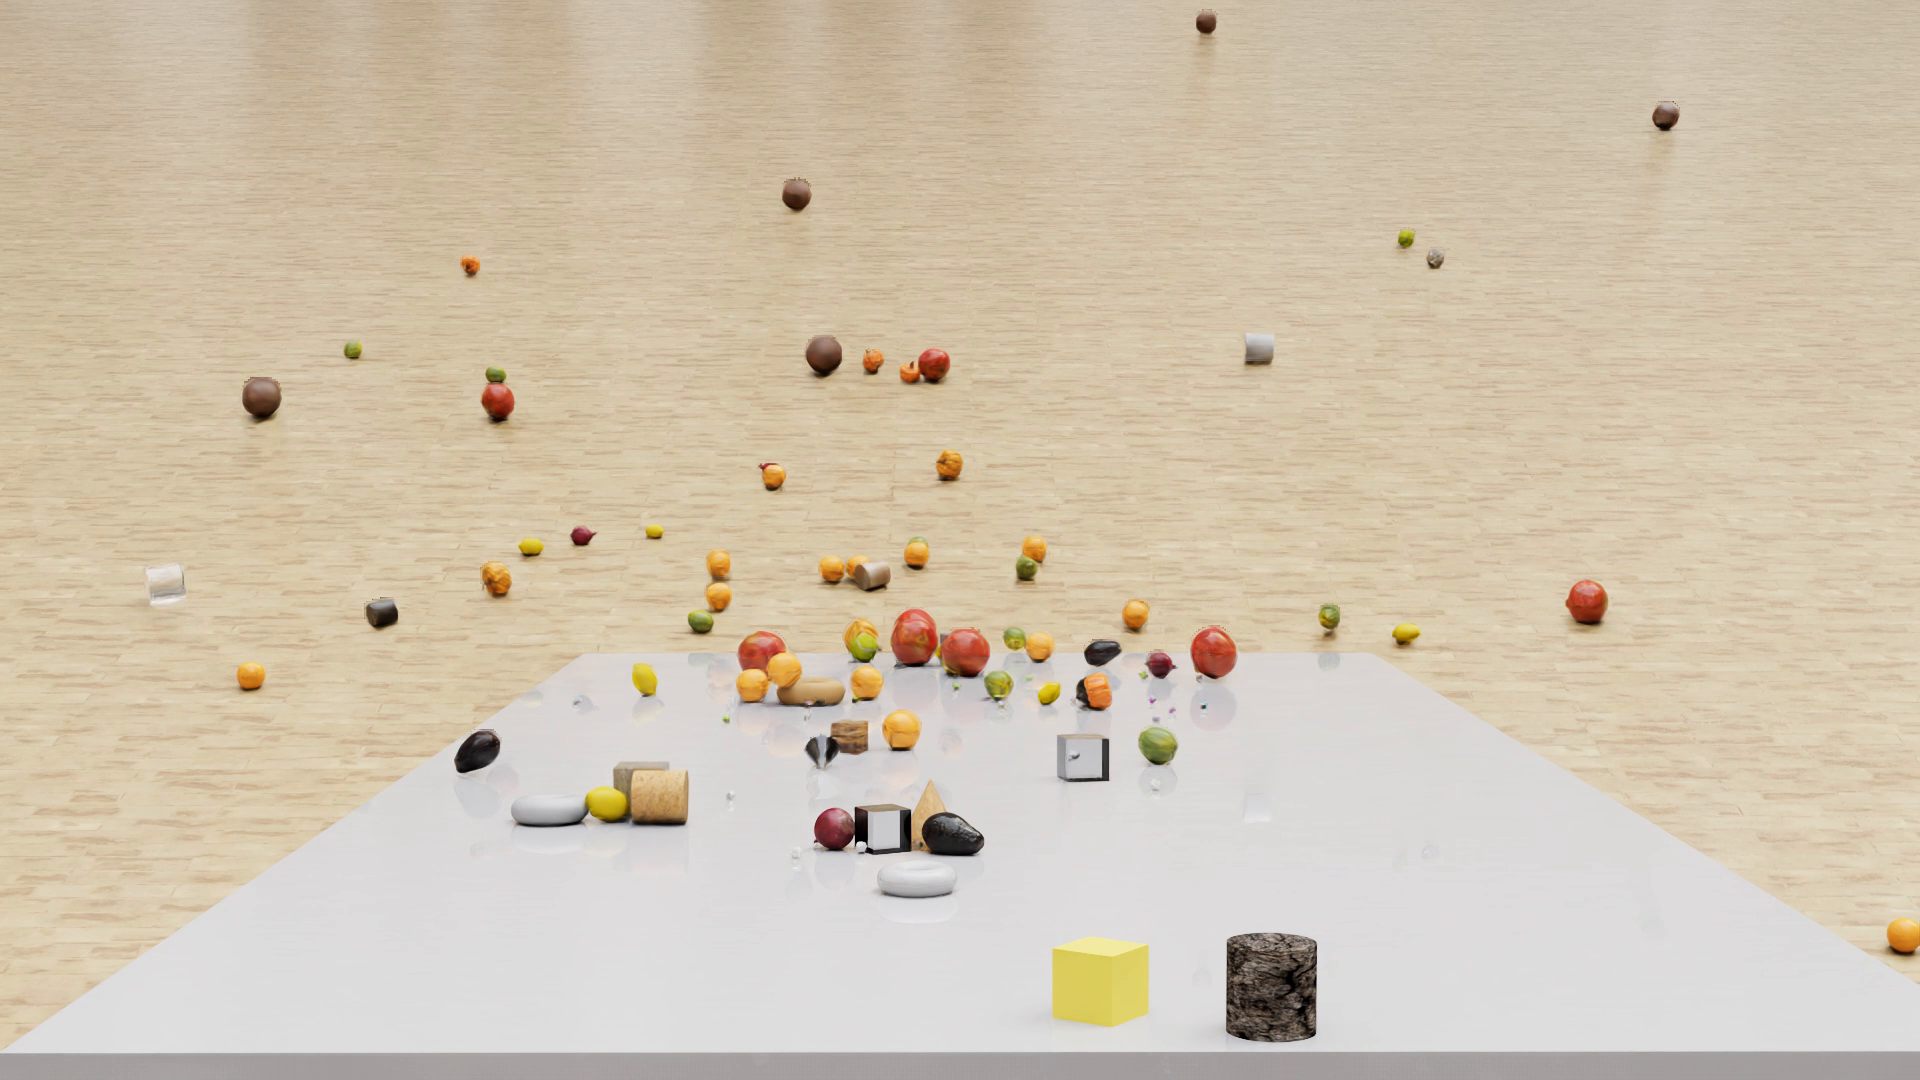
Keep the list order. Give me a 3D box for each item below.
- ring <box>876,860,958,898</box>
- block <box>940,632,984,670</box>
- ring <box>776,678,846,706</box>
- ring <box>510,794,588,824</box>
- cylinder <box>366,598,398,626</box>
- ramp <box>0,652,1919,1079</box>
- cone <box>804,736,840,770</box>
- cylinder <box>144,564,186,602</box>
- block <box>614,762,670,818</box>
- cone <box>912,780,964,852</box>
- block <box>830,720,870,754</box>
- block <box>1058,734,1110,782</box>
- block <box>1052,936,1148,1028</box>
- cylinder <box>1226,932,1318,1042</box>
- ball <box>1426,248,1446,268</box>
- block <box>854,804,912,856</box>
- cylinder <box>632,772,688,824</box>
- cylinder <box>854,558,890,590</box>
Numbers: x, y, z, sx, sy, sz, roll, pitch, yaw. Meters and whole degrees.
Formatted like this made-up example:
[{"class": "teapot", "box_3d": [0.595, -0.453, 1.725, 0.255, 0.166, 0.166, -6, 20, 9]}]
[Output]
[{"class": "ring", "box_3d": [-0.056, 0.442, 3.356, 0.106, 0.035, 0.106, -1, 4, 0]}, {"class": "block", "box_3d": [0.005, 0.266, 6.186, 0.079, 0.079, 0.079, -2, 4, -30]}, {"class": "ring", "box_3d": [-0.316, 0.322, 5.455, 0.146, 0.049, 0.146, -1, 4, 0]}, {"class": "ring", "box_3d": [-0.625, 0.410, 3.915, 0.118, 0.039, 0.118, -1, -1, 0]}, {"class": "cylinder", "box_3d": [-1.559, 0.196, 6.933, 0.065, 0.065, 0.065, -16, 26, -31]}, {"class": "ramp", "box_3d": [0.049, 0.446, 4.532, 2.000, 0.100, 4.000, 0, 3, 0]}, {"class": "cone", "box_3d": [-0.240, 0.385, 4.479, 0.063, 0.063, 0.063, -1, 30, -3]}, {"class": "cylinder", "box_3d": [-2.194, 0.118, 7.096, 0.093, 0.093, 0.093, -9, 23, -22]}, {"class": "block", "box_3d": [-0.493, 0.387, 3.983, 0.078, 0.078, 0.078, 0, 3, 0]}, {"class": "cone", "box_3d": [-0.043, 0.392, 3.707, 0.097, 0.097, 0.097, 0, 3, 0]}, {"class": "block", "box_3d": [-0.201, 0.360, 4.694, 0.055, 0.055, 0.055, 1, 3, 18]}, {"class": "block", "box_3d": [0.209, 0.369, 4.356, 0.072, 0.072, 0.072, -1, 3, -13]}, {"class": "block", "box_3d": [0.147, 0.460, 2.680, 0.073, 0.073, 0.073, 2, 4, 35]}, {"class": "cylinder", "box_3d": [0.317, 0.454, 2.613, 0.092, 0.092, 0.092, 0, 3, 0]}, {"class": "ball", "box_3d": [1.917, -1.136, 10.359, 0.075, 0.075, 0.075, 0, 21, 0]}, {"class": "block", "box_3d": [-0.110, 0.412, 3.667, 0.061, 0.061, 0.061, -2, 4, -28]}, {"class": "cylinder", "box_3d": [-0.455, 0.391, 3.905, 0.079, 0.079, 0.079, 0, 21, 0]}, {"class": "cylinder", "box_3d": [-0.245, 0.097, 7.178, 0.074, 0.074, 0.074, -15, 26, -34]}]
